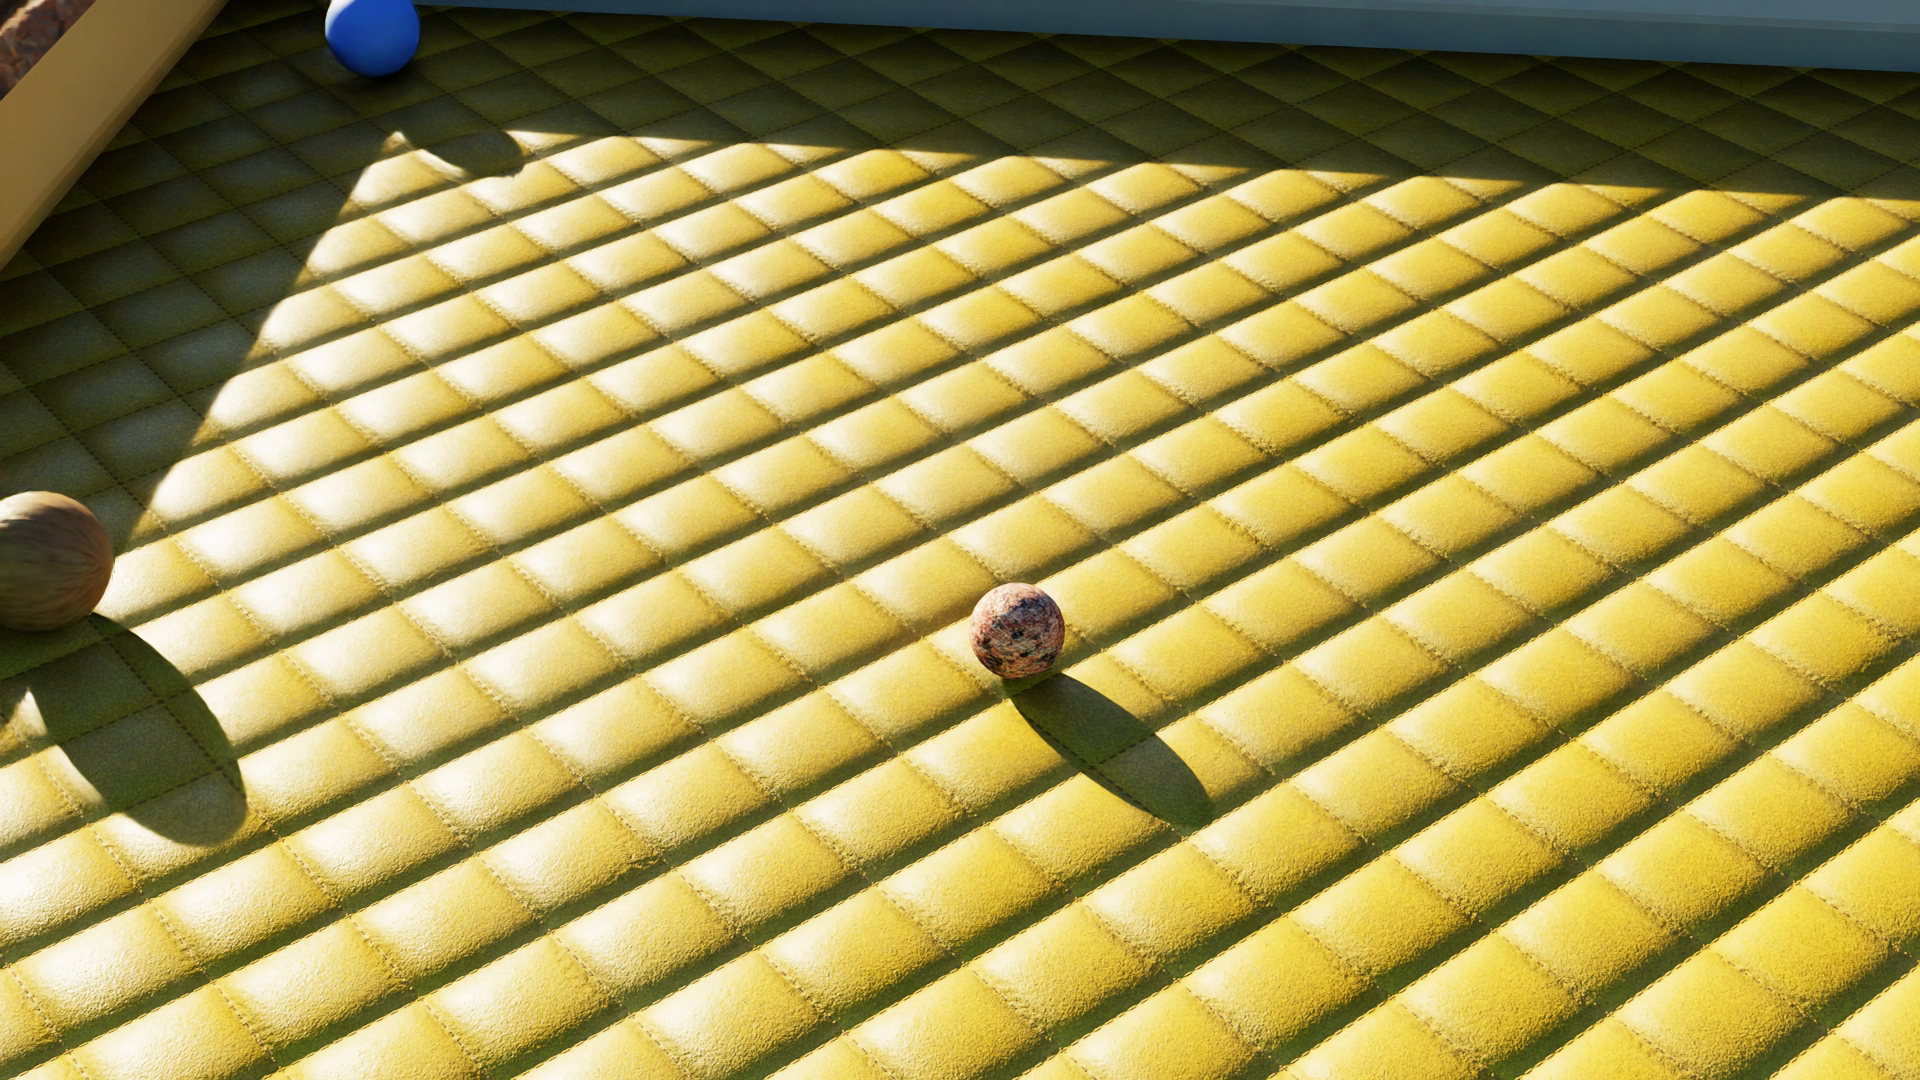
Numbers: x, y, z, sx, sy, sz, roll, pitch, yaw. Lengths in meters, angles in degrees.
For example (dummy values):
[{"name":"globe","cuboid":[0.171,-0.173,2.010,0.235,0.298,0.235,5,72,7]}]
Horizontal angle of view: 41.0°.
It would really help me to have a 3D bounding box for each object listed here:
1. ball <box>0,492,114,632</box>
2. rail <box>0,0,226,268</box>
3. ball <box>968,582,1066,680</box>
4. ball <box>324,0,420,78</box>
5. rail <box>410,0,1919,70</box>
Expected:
[{"name":"ball","cuboid":[-0.635,0.015,1.769,0.097,0.097,0.097,0,35,0]},{"name":"rail","cuboid":[-0.841,-0.078,1.873,0.045,0.126,1.896,4,35,5]},{"name":"ball","cuboid":[0.038,0.061,1.730,0.065,0.065,0.065,0,35,0]},{"name":"ball","cuboid":[-0.572,-0.497,2.500,0.091,0.091,0.091,0,35,0]},{"name":"rail","cuboid":[0.964,-0.500,2.471,3.477,0.126,0.045,4,35,5]}]
